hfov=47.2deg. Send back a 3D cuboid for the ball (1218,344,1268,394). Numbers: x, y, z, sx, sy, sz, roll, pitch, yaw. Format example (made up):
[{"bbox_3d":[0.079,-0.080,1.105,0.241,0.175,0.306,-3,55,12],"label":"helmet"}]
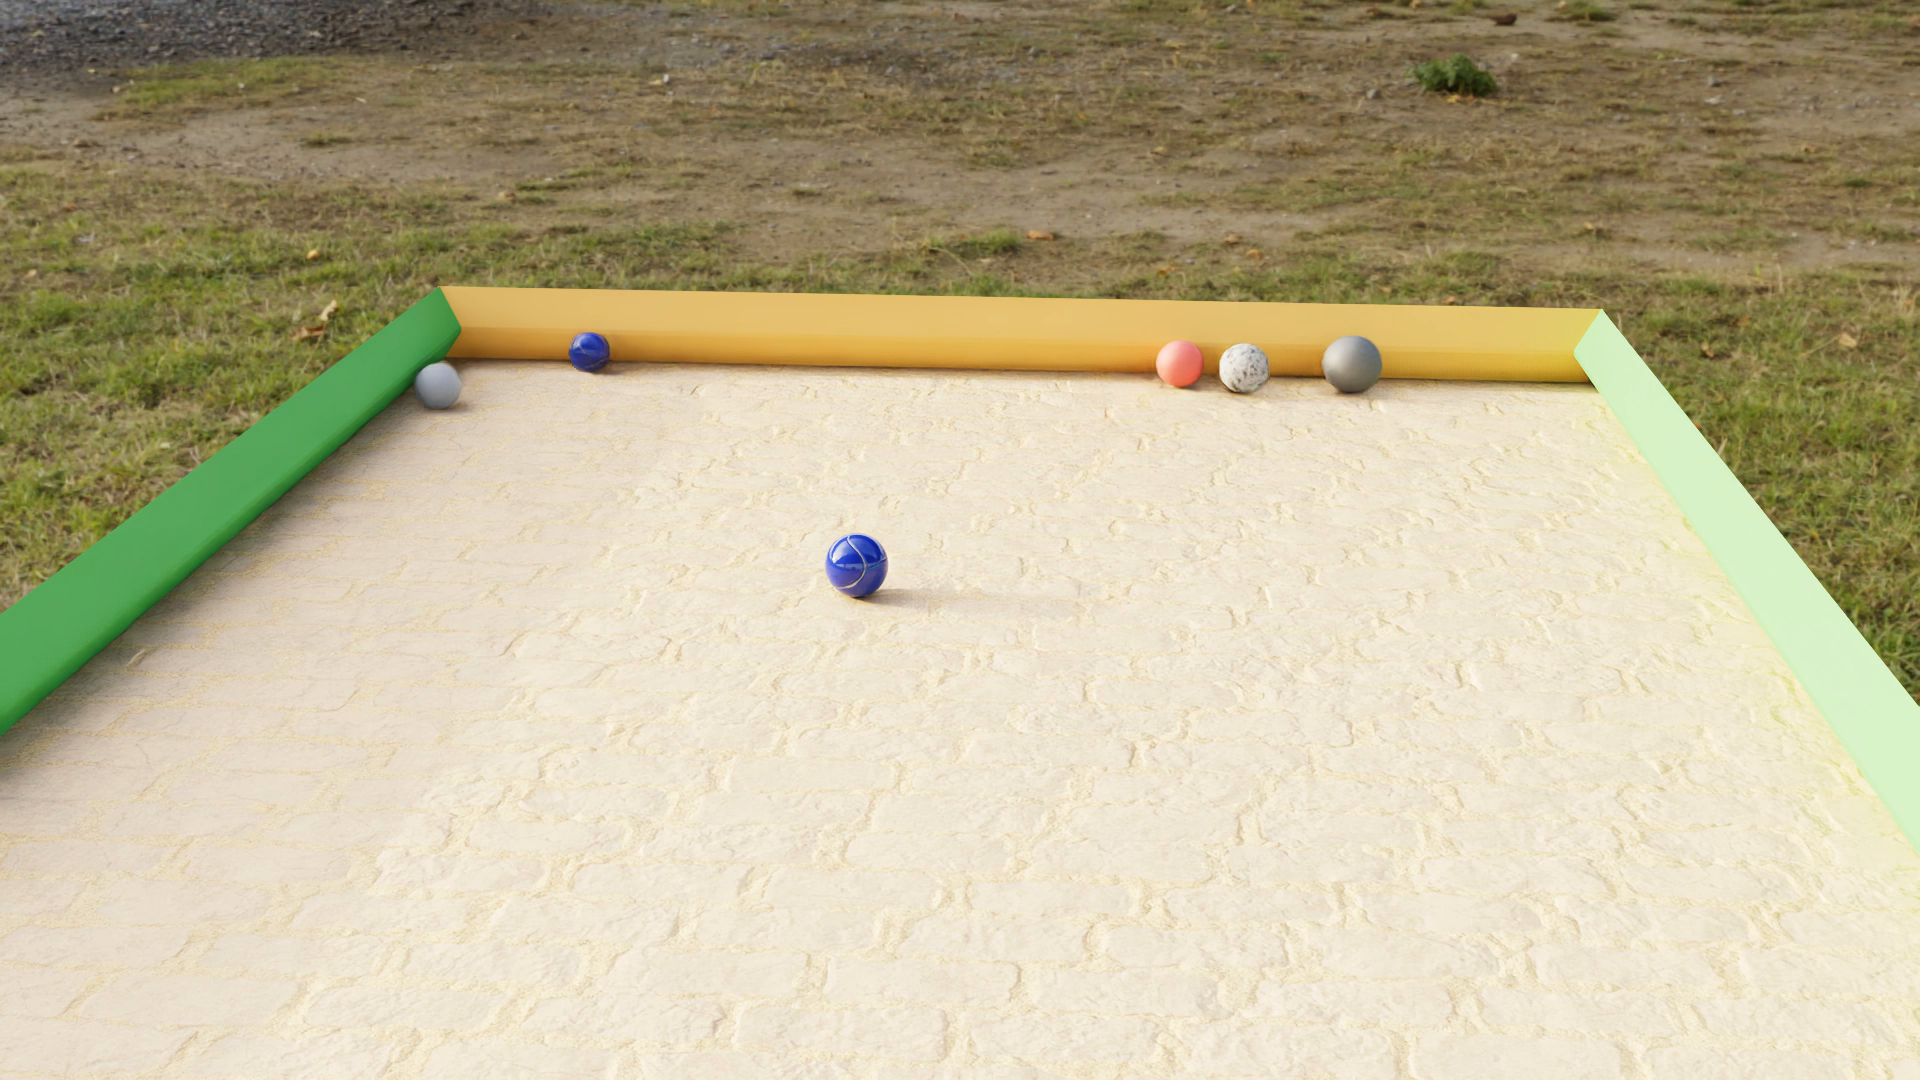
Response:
[{"bbox_3d":[0.421,-0.255,3.266,0.073,0.073,0.073,0,20,0],"label":"ball"}]

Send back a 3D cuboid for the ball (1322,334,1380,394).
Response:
[{"bbox_3d":[0.581,-0.261,3.265,0.086,0.086,0.086,0,20,0],"label":"ball"}]

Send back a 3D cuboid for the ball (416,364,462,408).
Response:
[{"bbox_3d":[-0.756,-0.224,3.190,0.066,0.066,0.066,0,20,0],"label":"ball"}]

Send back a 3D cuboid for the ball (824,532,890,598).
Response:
[{"bbox_3d":[-0.116,0.028,2.478,0.073,0.073,0.073,0,20,0],"label":"ball"}]

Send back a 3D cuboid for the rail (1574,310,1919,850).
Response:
[{"bbox_3d":[0.791,0.304,1.649,0.045,0.112,3.552,2,20,5],"label":"rail"}]

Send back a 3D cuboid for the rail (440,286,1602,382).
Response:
[{"bbox_3d":[0.072,-0.310,3.361,1.784,0.112,0.045,2,20,5],"label":"rail"}]

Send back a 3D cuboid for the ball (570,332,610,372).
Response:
[{"bbox_3d":[-0.568,-0.289,3.380,0.061,0.061,0.061,0,20,0],"label":"ball"}]

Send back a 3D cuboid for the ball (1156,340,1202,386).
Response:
[{"bbox_3d":[0.329,-0.265,3.299,0.070,0.070,0.070,0,20,0],"label":"ball"}]

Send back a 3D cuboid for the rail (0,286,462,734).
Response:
[{"bbox_3d":[-0.940,0.255,1.786,0.045,0.112,3.552,2,20,5],"label":"rail"}]
